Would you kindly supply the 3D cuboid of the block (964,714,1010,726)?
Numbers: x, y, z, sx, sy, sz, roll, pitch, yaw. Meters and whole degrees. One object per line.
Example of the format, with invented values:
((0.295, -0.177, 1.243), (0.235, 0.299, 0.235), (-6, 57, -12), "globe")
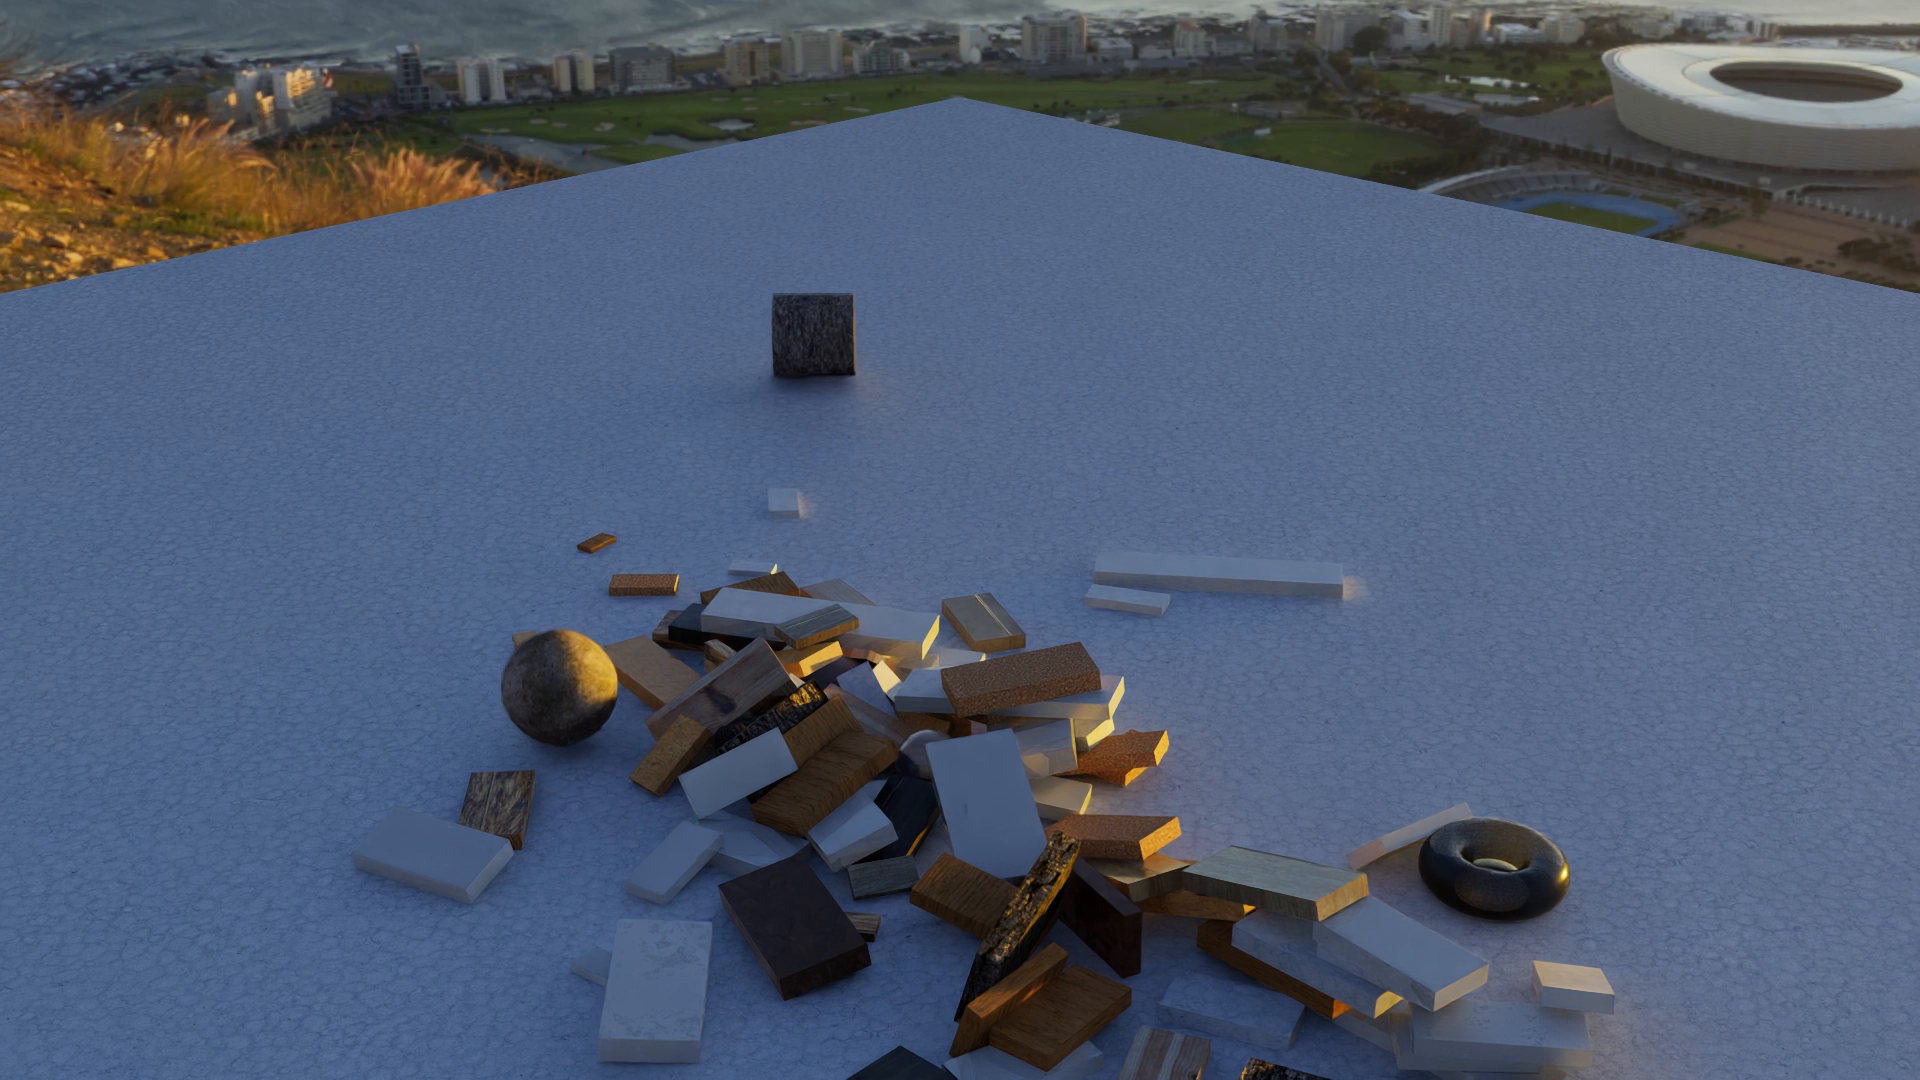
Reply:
((0.015, 0.349, 4.758), (0.091, 0.026, 0.306), (-22, 17, -29), "block")

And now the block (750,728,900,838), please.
((-0.269, 0.482, 4.382), (0.140, 0.040, 0.280), (9, 37, 47), "block")

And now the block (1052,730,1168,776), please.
((0.310, 0.444, 4.577), (0.229, 0.032, 0.114), (-8, 15, 21), "block")

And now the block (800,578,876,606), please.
((-0.290, 0.156, 5.354), (0.109, 0.031, 0.218), (-14, 27, -29), "block")

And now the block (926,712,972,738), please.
((-0.026, 0.399, 4.731), (0.020, 0.070, 0.140), (-16, 28, -33), "block")

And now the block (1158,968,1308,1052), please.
((0.472, 0.812, 3.804), (0.233, 0.033, 0.117), (10, 25, 22), "block")

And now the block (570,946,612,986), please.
((-0.624, 0.769, 3.926), (0.131, 0.018, 0.065), (15, 27, 32), "block")

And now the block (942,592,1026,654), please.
((0.055, 0.198, 5.249), (0.125, 0.035, 0.249), (-8, 24, -17), "block")

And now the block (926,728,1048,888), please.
((0.055, 0.529, 4.266), (0.177, 0.050, 0.354), (-10, 46, -8), "block")

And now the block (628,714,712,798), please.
((-0.600, 0.447, 4.559), (0.086, 0.024, 0.172), (21, 65, 41), "block")

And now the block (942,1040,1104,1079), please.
((0.104, 0.875, 3.654), (0.242, 0.034, 0.121), (-14, 27, -29), "block")

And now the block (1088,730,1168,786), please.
((0.355, 0.458, 4.647), (0.091, 0.026, 0.182), (15, 27, 31), "block")

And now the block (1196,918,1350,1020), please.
((0.586, 0.734, 3.890), (0.152, 0.043, 0.304), (-20, 30, -39), "block")

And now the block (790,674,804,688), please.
((-0.304, 0.388, 4.668), (0.248, 0.035, 0.124), (34, 36, 18), "block")

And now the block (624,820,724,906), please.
((-0.547, 0.618, 4.216), (0.095, 0.027, 0.190), (13, 39, 29), "block")

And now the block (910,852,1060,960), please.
((0.045, 0.672, 4.048), (0.247, 0.035, 0.123), (23, 37, 19), "block")

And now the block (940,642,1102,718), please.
((0.126, 0.291, 4.604), (0.307, 0.043, 0.153), (-11, 23, -9), "block")

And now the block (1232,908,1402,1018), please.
((0.640, 0.717, 3.818), (0.152, 0.043, 0.304), (-21, 31, -40), "block")

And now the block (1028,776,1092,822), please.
((0.144, 0.515, 4.478), (0.229, 0.032, 0.114), (11, 25, 12), "block")

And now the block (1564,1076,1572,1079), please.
((1.019, 0.951, 3.427), (0.134, 0.038, 0.267), (-20, 38, -39), "block")

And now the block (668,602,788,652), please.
((-0.529, 0.210, 5.116), (0.265, 0.037, 0.132), (9, 25, 17), "block")

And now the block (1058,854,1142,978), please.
((0.244, 0.674, 4.005), (0.037, 0.130, 0.260), (-13, 26, -26), "block")

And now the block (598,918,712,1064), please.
((-0.526, 0.781, 3.826), (0.169, 0.048, 0.338), (2, 26, -4), "block")

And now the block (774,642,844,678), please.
((-0.389, 0.277, 4.899), (0.248, 0.035, 0.124), (-11, 11, 45), "block")

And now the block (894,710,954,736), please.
((-0.085, 0.408, 4.710), (0.140, 0.070, 0.020), (14, -8, 29), "block")

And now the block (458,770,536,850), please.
((-0.934, 0.545, 4.430), (0.129, 0.036, 0.257), (-2, 23, -4), "block")

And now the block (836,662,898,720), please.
((-0.197, 0.347, 4.727), (0.077, 0.155, 0.022), (-27, -15, -7), "block")

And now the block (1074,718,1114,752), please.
((0.200, 0.411, 4.673), (0.229, 0.032, 0.114), (-4, 17, 34), "block")

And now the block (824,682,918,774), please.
((-0.198, 0.403, 4.641), (0.248, 0.035, 0.124), (28, 34, 10), "block")

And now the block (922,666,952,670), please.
((-0.050, 0.319, 4.805), (0.091, 0.026, 0.182), (-4, 16, 9), "block")

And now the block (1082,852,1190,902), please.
((0.316, 0.623, 4.131), (0.130, 0.037, 0.260), (-14, 7, -22), "block")

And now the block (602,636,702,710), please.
((-0.638, 0.337, 4.920), (0.132, 0.037, 0.524), (-16, 28, -33), "block")

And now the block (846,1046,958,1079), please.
((-0.141, 0.916, 3.553), (0.131, 0.037, 0.262), (20, 30, 39), "block")

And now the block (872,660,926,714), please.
((-0.140, 0.340, 4.799), (0.155, 0.022, 0.077), (48, 30, -3), "block")

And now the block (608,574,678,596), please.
((-0.786, 0.112, 5.468), (0.162, 0.023, 0.081), (0, 23, -1), "block")

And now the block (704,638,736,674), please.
((-0.493, 0.313, 4.878), (0.032, 0.113, 0.227), (-16, 28, -33), "block")

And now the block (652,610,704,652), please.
((-0.579, 0.220, 5.195), (0.265, 0.037, 0.132), (4, 23, 10), "block")

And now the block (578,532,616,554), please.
((-0.945, 0.008, 5.725), (0.048, 0.014, 0.096), (14, 27, 30), "block")

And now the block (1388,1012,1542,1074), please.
((0.841, 0.836, 3.663), (0.233, 0.033, 0.117), (1, 22, 2), "block")

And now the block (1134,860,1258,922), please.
((0.457, 0.644, 4.056), (0.152, 0.043, 0.304), (-21, 11, -41), "block")

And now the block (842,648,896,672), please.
((-0.217, 0.267, 4.930), (0.077, 0.022, 0.155), (28, -15, -32), "block")

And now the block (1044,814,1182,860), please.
((0.283, 0.573, 4.254), (0.260, 0.037, 0.130), (-5, 12, 41), "block")
